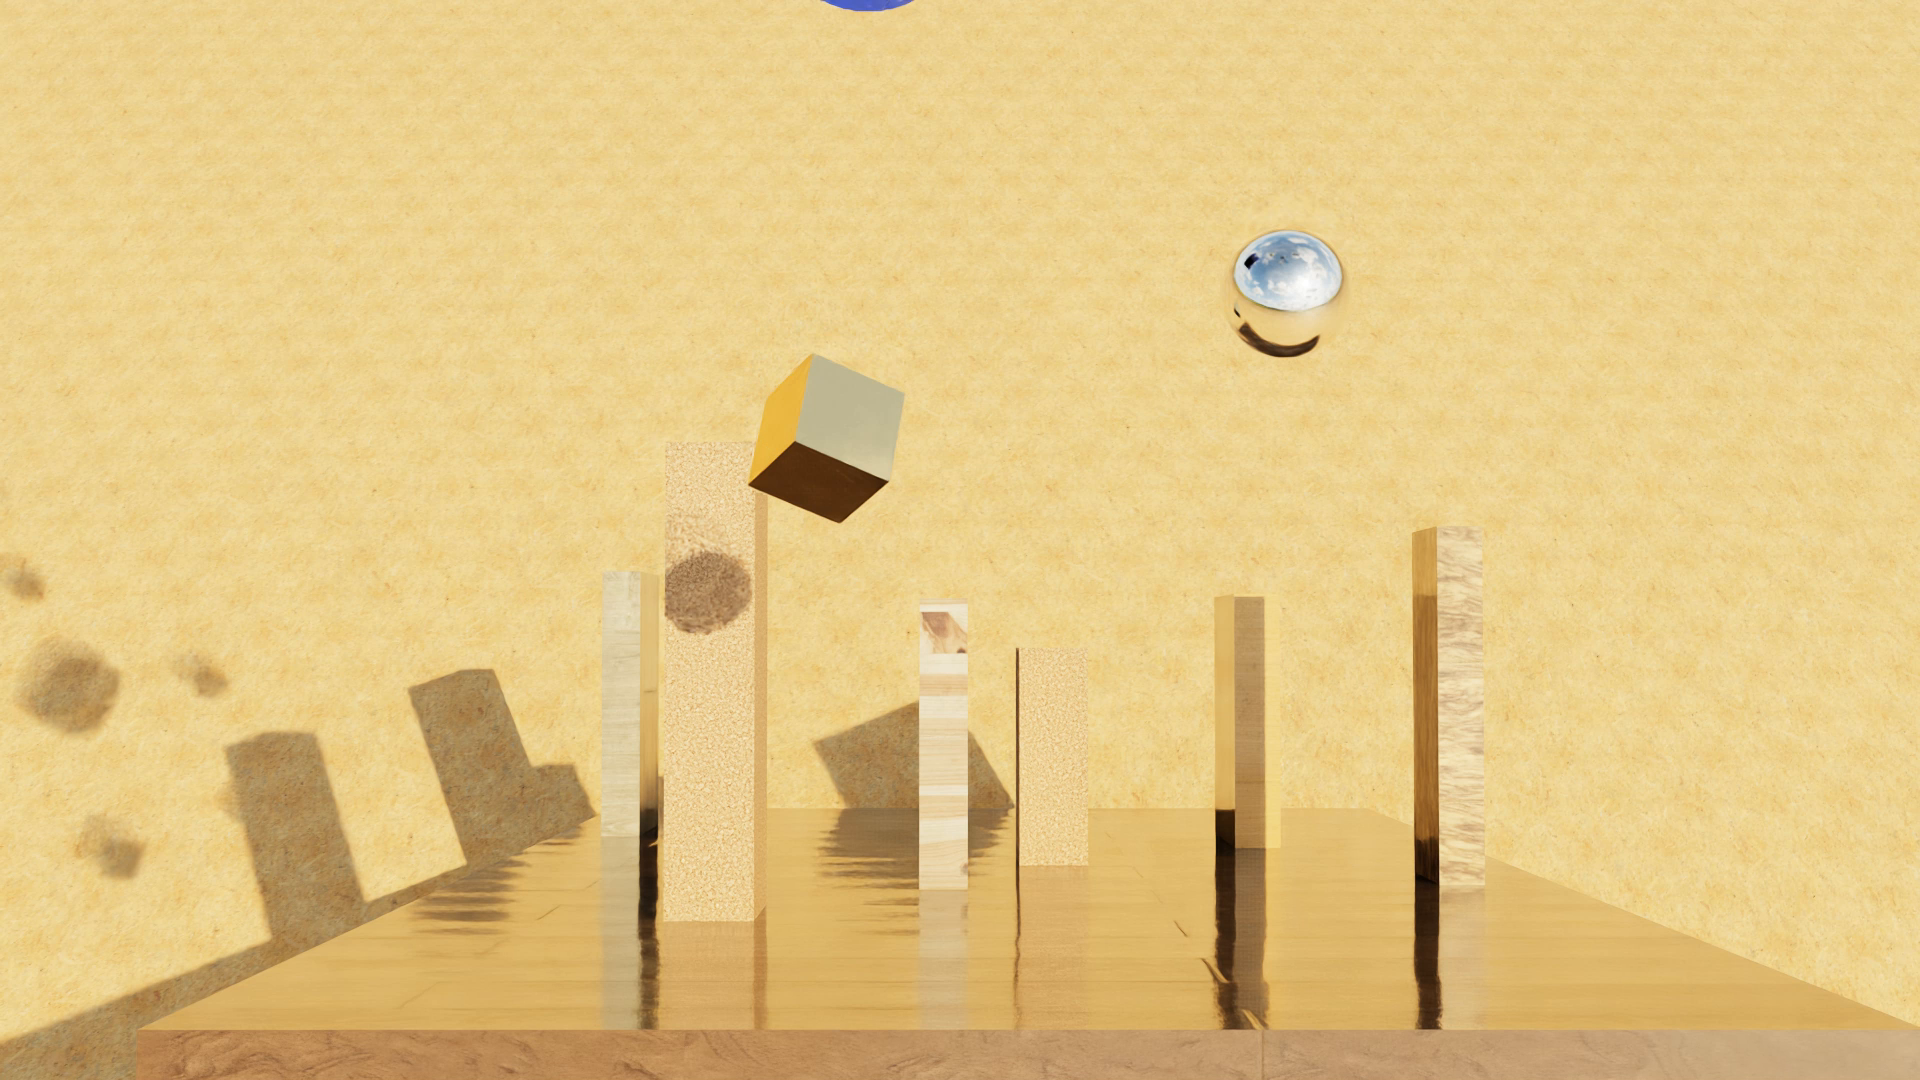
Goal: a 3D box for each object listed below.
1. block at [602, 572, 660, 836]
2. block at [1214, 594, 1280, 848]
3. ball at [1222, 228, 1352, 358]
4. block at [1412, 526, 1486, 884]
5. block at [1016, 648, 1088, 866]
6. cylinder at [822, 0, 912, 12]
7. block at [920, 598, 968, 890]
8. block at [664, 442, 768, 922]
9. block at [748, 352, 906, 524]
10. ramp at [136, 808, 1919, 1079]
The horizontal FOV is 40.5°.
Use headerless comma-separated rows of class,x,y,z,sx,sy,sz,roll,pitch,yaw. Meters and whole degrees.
block,-0.768,0.378,6.077,0.086,0.599,0.370,0,-2,0
block,0.634,0.394,5.760,0.097,0.541,0.435,0,-2,0
ball,0.331,-0.250,2.638,0.132,0.132,0.132,0,36,0
block,0.905,0.303,4.828,0.082,0.646,0.260,0,-2,0
block,0.184,0.432,5.277,0.134,0.426,0.344,0,-2,0
cylinder,-0.098,-0.658,2.636,0.204,0.204,0.204,-3,23,-4
block,-0.029,0.369,4.814,0.085,0.514,0.435,0,-2,0
block,-0.392,0.226,4.209,0.141,0.749,0.271,0,-2,0
block,-0.142,-0.107,2.774,0.113,0.113,0.113,23,56,-21
ramp,0.080,0.680,4.902,2.000,0.100,4.000,0,-2,0
